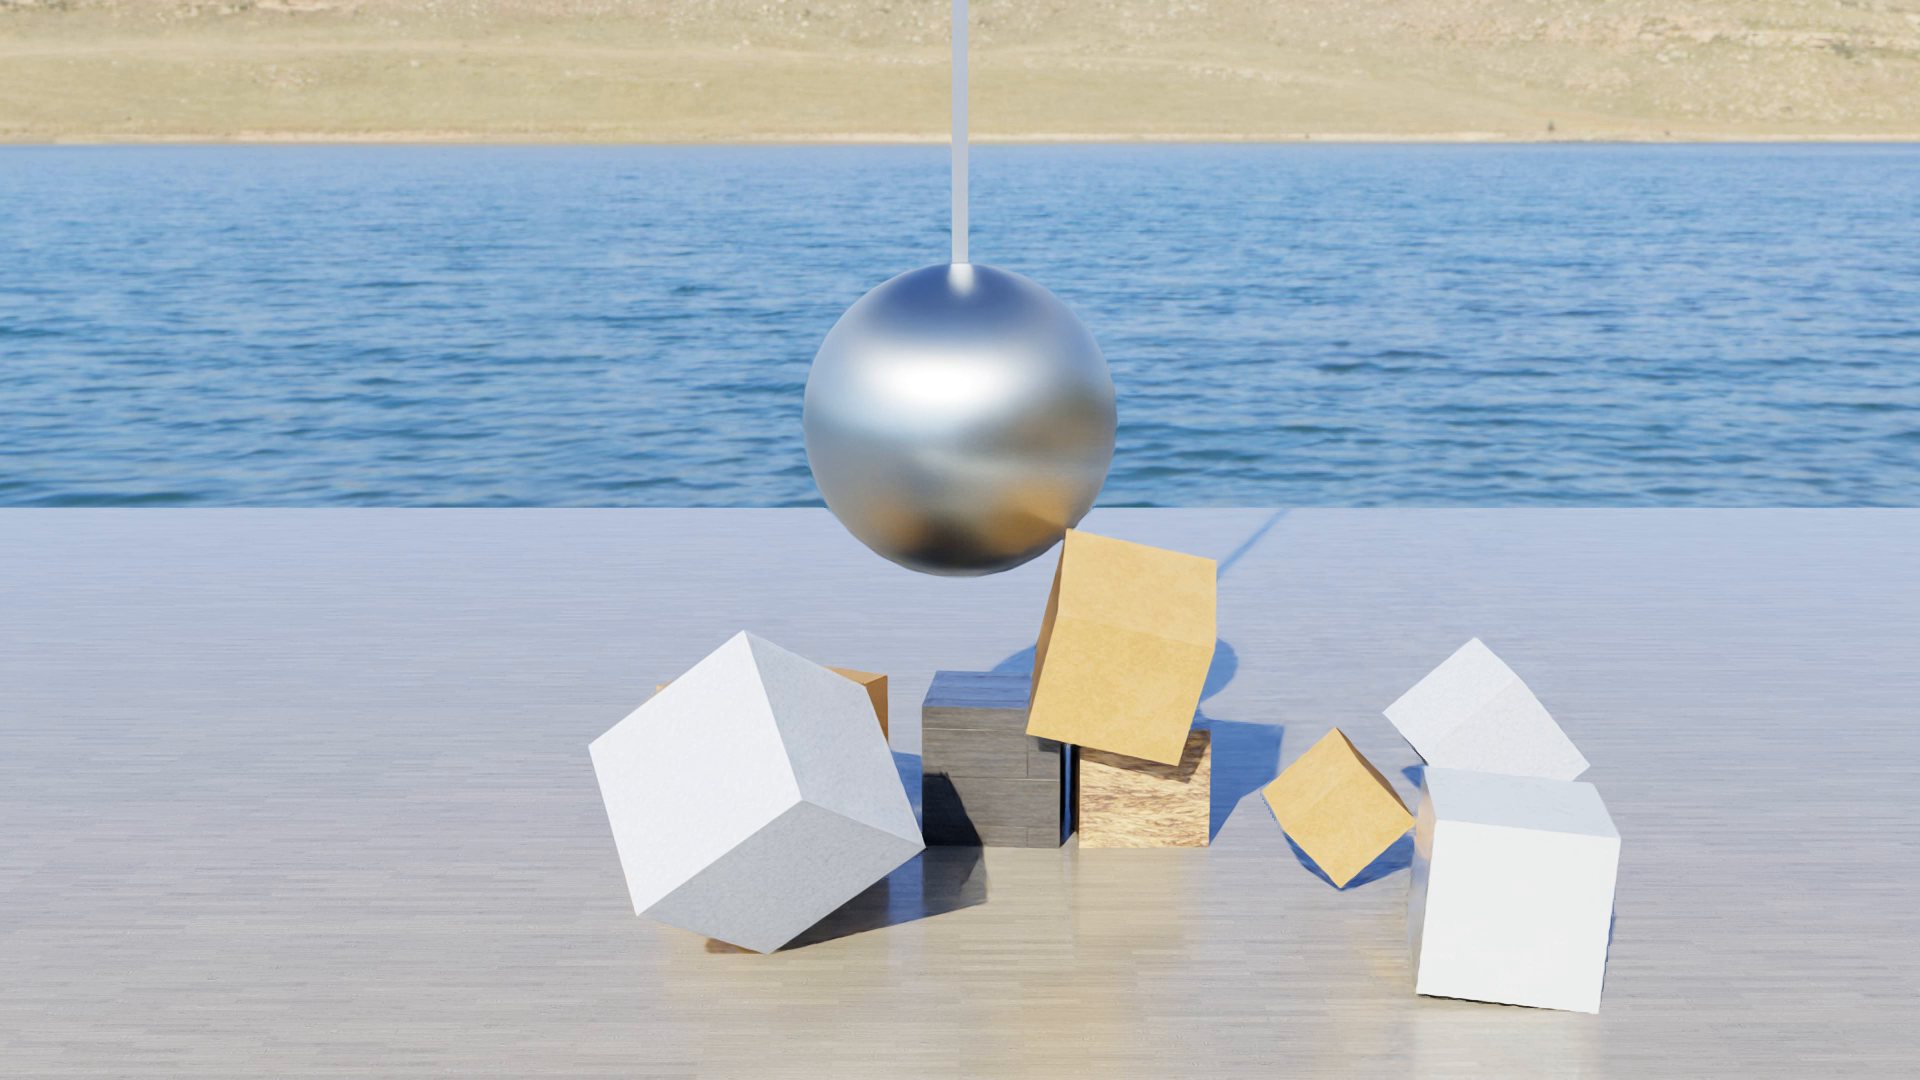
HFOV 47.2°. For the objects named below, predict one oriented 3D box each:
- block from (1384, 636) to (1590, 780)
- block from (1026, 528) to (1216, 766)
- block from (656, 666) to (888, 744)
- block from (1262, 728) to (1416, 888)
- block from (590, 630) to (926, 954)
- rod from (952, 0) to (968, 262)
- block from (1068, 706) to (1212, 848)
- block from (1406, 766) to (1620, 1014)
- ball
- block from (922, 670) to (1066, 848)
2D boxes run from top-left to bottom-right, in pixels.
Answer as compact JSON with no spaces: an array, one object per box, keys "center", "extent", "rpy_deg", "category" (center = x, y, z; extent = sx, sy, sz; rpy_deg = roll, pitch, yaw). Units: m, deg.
[{"center":[2.687,1.017,11.263],"extent":[0.617,0.655,0.588],"rpy_deg":[-40,18,5],"category":"block"},{"center":[0.794,0.521,10.801],"extent":[0.758,0.737,0.733],"rpy_deg":[12,34,-1],"category":"block"},{"center":[-0.939,1.113,11.128],"extent":[0.876,0.829,0.768],"rpy_deg":[6,12,29],"category":"block"},{"center":[1.791,1.262,10.415],"extent":[0.472,0.421,0.442],"rpy_deg":[-42,17,8],"category":"block"},{"center":[-0.867,1.092,9.372],"extent":[0.905,0.853,0.862],"rpy_deg":[-36,-36,18],"category":"block"},{"center":[0.000,-3.940,10.503],"extent":[0.080,5.200,0.080],"rpy_deg":[0,11,0],"category":"rod"},{"center":[0.916,1.181,11.358],"extent":[0.653,0.613,0.717],"rpy_deg":[0,10,-1],"category":"block"},{"center":[2.317,1.461,9.309],"extent":[0.730,0.747,0.783],"rpy_deg":[5,11,7],"category":"block"},{"center":[0.000,-0.605,11.160],"extent":[1.600,1.600,1.600],"rpy_deg":[0,10,0],"category":"ball"},{"center":[0.188,1.123,11.372],"extent":[0.694,0.722,0.753],"rpy_deg":[1,10,5],"category":"block"}]
